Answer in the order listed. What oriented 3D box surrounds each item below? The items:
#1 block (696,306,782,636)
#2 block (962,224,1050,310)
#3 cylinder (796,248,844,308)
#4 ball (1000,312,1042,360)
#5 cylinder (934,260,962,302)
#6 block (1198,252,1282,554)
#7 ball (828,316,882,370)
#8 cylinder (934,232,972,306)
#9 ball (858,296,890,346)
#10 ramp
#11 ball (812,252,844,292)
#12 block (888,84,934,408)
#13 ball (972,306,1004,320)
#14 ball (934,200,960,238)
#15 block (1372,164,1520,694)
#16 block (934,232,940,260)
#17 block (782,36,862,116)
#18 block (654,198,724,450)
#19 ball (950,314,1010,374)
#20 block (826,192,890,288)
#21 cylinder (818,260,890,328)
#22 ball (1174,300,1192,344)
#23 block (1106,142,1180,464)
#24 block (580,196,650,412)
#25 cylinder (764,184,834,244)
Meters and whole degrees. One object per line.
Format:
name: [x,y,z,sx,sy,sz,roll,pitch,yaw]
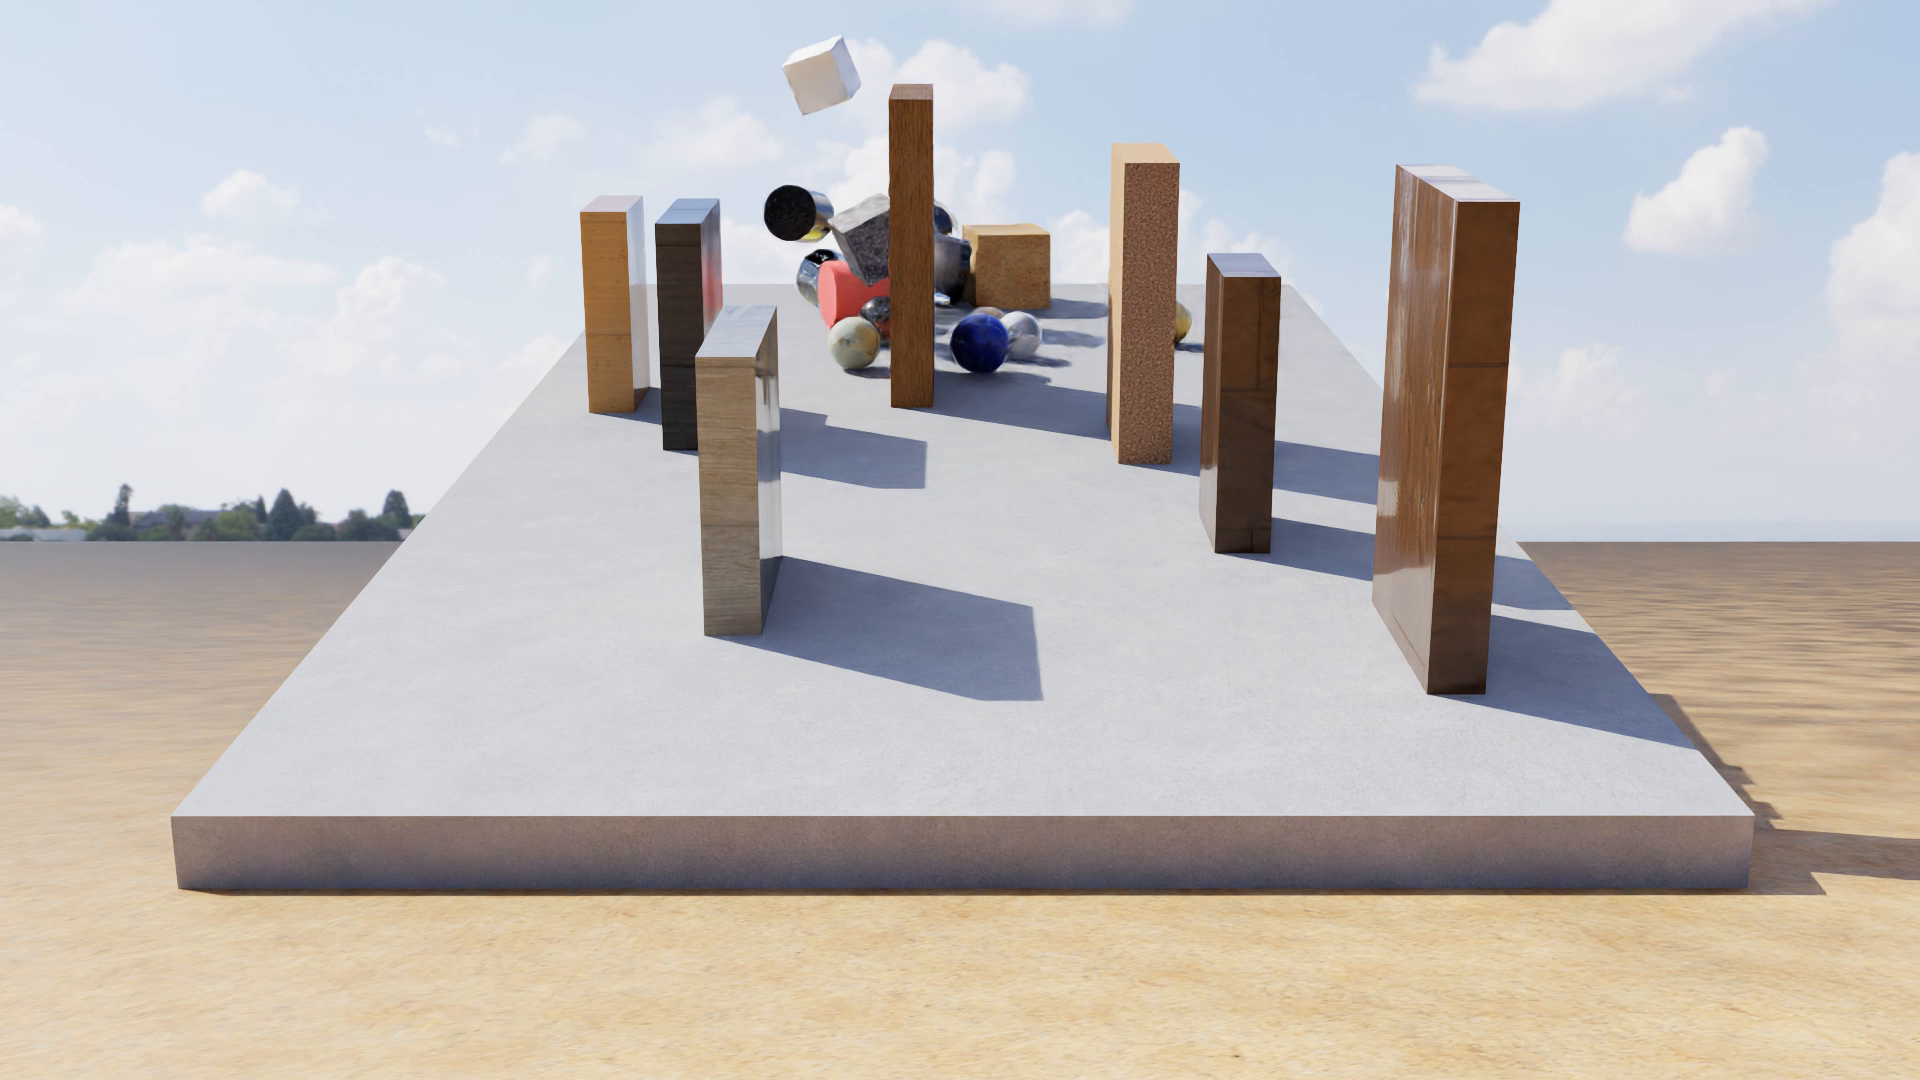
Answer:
block: [-0.357,-0.125,3.618,0.090,0.445,0.442,0,16,0]
block: [0.130,-0.779,6.290,0.210,0.210,0.210,-3,16,-11]
cylinder: [-0.347,-0.711,6.119,0.164,0.164,0.164,0,18,-25]
ball: [0.145,-0.512,5.533,0.119,0.119,0.119,0,0,0]
cylinder: [-0.069,-0.740,6.320,0.117,0.117,0.117,-7,3,-24]
block: [0.499,-0.249,3.965,0.098,0.492,0.264,0,16,0]
ball: [-0.258,-0.481,5.405,0.131,0.131,0.131,0,0,0]
cylinder: [-0.089,-0.762,6.144,0.190,0.190,0.190,11,-3,-15]
ball: [-0.201,-0.565,5.703,0.126,0.126,0.126,0,0,0]
ramp: [-0.002,-0.162,4.723,2.000,0.100,4.000,0,16,0]
ball: [-0.355,-0.757,6.334,0.141,0.141,0.141,0,0,0]
block: [-0.110,-0.692,5.130,0.096,0.689,0.423,0,16,0]
ball: [0.069,-0.538,5.631,0.114,0.114,0.114,0,0,0]
ball: [-0.106,-0.887,6.394,0.207,0.207,0.207,0,0,0]
block: [0.721,-0.180,3.327,0.085,0.715,0.441,0,16,0]
block: [-0.202,-0.860,6.776,0.201,0.201,0.201,22,-15,12]
block: [-0.377,-1.271,6.049,0.146,0.146,0.146,-15,25,19]
block: [-0.576,-0.471,4.752,0.093,0.475,0.393,0,16,0]
ball: [0.049,-0.476,5.360,0.147,0.147,0.147,0,0,0]
block: [-0.222,-0.777,5.713,0.159,0.159,0.159,-29,27,-7]
cylinder: [-0.271,-0.665,5.950,0.178,0.178,0.178,-6,2,-18]
ball: [0.540,-0.563,5.715,0.117,0.117,0.117,0,0,0]
block: [0.378,-0.501,4.616,0.109,0.611,0.372,0,16,0]
block: [-0.783,-0.541,5.037,0.102,0.451,0.278,0,16,0]
cylinder: [-0.451,-0.913,6.201,0.155,0.155,0.155,0,5,15]
